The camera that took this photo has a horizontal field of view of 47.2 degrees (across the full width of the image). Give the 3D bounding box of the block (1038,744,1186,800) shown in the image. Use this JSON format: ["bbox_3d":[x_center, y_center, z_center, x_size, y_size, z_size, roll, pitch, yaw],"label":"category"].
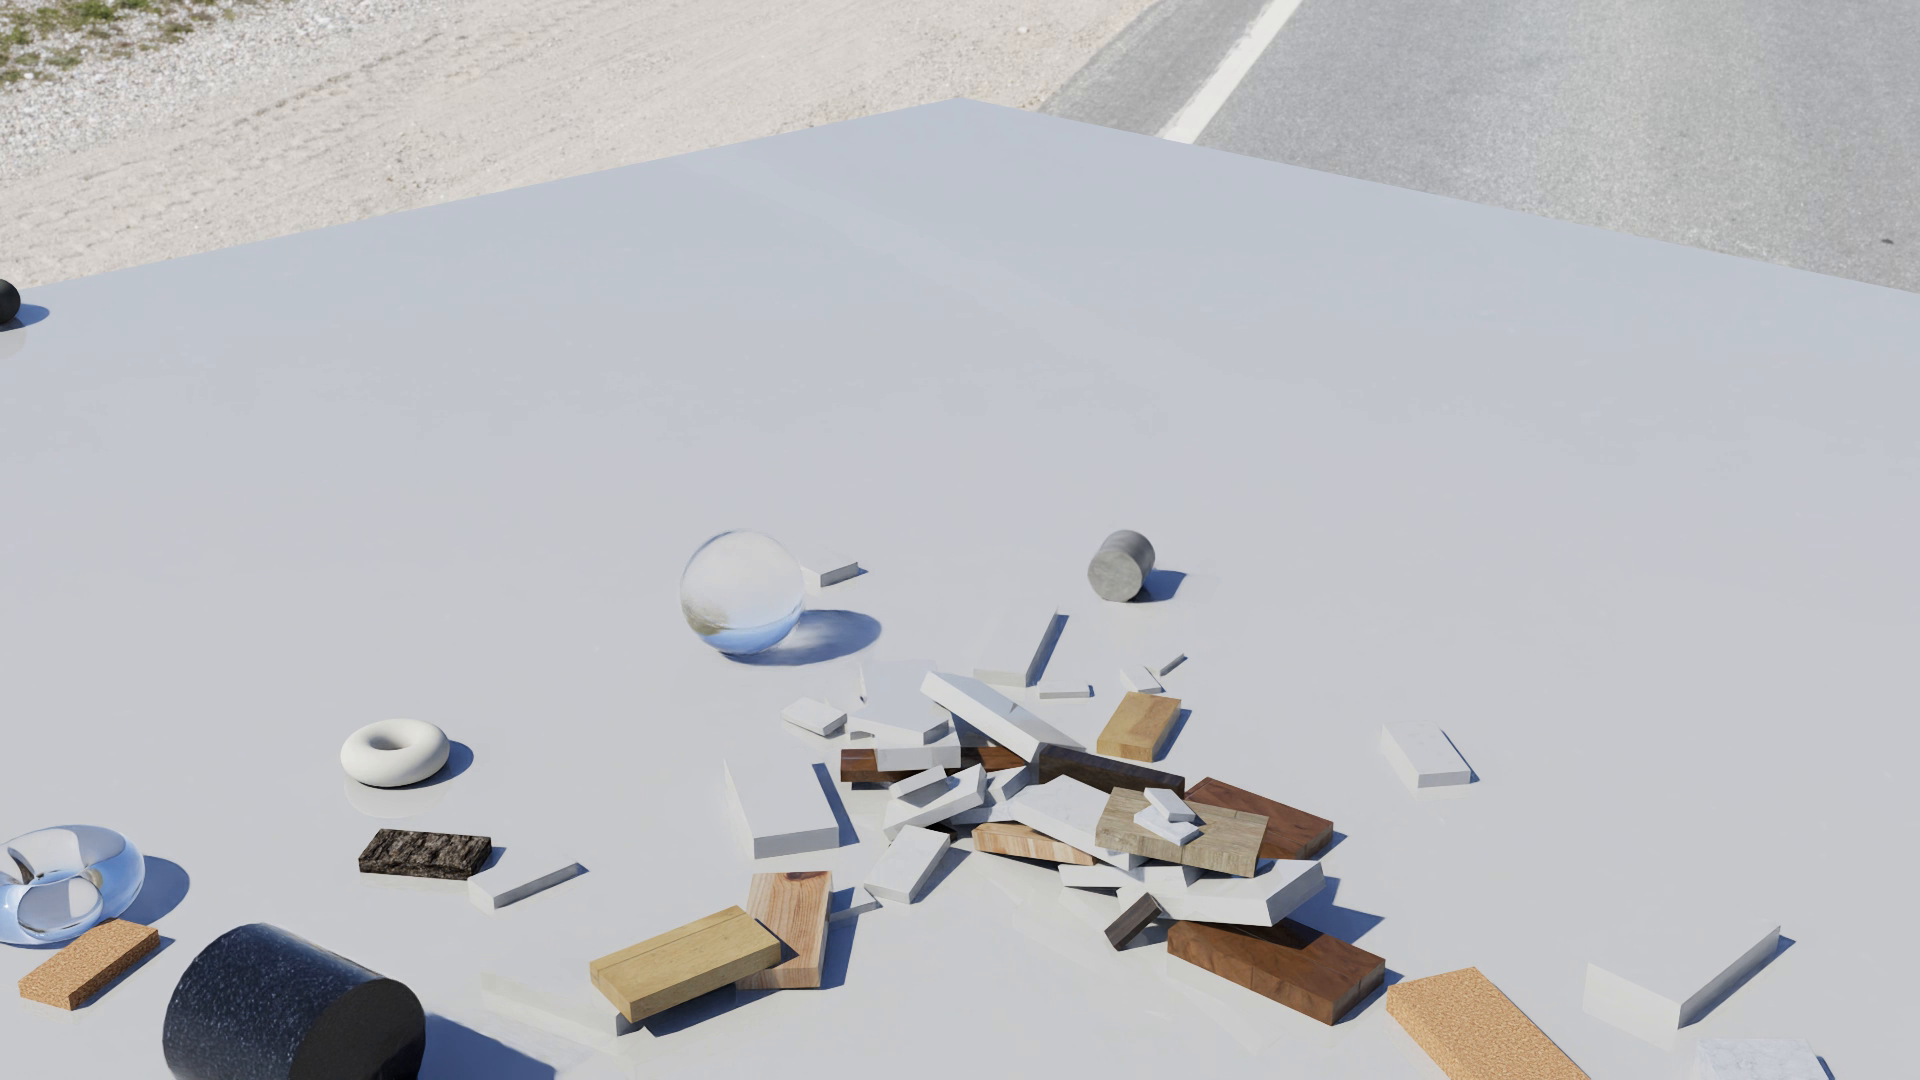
[{"bbox_3d":[0.299,0.511,4.366,0.295,0.148,0.042,11,26,25],"label":"block"}]

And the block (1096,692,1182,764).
[{"bbox_3d":[0.389,0.403,4.766,0.121,0.034,0.242,8,24,18],"label":"block"}]

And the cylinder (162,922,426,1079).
[{"bbox_3d":[-1.063,0.795,3.520,0.287,0.287,0.287,15,27,31],"label":"cylinder"}]

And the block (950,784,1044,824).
[{"bbox_3d":[0.085,0.525,4.371,0.211,0.030,0.105,-12,10,47],"label":"block"}]

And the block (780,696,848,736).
[{"bbox_3d":[-0.319,0.384,4.802,0.141,0.020,0.071,17,37,43],"label":"block"}]

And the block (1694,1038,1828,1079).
[{"bbox_3d":[1.320,0.925,3.515,0.179,0.051,0.358,0,23,0],"label":"block"}]

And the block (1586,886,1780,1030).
[{"bbox_3d":[1.298,0.744,3.942,0.358,0.051,0.179,-21,31,-40],"label":"block"}]

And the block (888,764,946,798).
[{"bbox_3d":[-0.086,0.485,4.411,0.095,0.027,0.190,-21,-6,-10],"label":"block"}]

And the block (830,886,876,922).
[{"bbox_3d":[-0.230,0.686,4.122,0.129,0.018,0.064,-12,26,-26],"label":"block"}]

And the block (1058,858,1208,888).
[{"bbox_3d":[0.343,0.607,4.158,0.286,0.041,0.143,-7,14,40],"label":"block"}]

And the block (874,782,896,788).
[{"bbox_3d":[-0.115,0.500,4.558,0.129,0.018,0.064,18,29,36],"label":"block"}]

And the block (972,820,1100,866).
[{"bbox_3d":[0.180,0.570,4.281,0.286,0.041,0.143,1,19,39],"label":"block"}]

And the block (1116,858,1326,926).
[{"bbox_3d":[0.477,0.640,4.038,0.347,0.049,0.174,-5,14,45],"label":"block"}]

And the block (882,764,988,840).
[{"bbox_3d":[-0.049,0.521,4.368,0.211,0.030,0.105,-24,21,16],"label":"block"}]

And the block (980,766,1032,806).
[{"bbox_3d":[0.030,0.504,4.424,0.211,0.030,0.105,-15,11,36],"label":"block"}]

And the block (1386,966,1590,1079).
[{"bbox_3d":[0.884,0.848,3.700,0.174,0.049,0.347,-8,24,-19],"label":"block"}]

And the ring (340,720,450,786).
[{"bbox_3d":[-1.186,0.445,4.619,0.224,0.075,0.224,0,22,0],"label":"ring"}]

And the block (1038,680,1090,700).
[{"bbox_3d":[0.232,0.336,4.948,0.112,0.016,0.056,-1,23,-3],"label":"block"}]

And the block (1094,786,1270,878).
[{"bbox_3d":[0.411,0.539,4.065,0.295,0.042,0.148,10,26,14],"label":"block"}]

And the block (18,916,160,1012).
[{"bbox_3d":[-1.557,0.756,3.938,0.113,0.032,0.226,9,25,20],"label":"block"}]

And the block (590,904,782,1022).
[{"bbox_3d":[-0.480,0.739,3.850,0.297,0.042,0.148,-17,28,-32],"label":"block"}]

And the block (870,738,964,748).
[{"bbox_3d":[-0.090,0.443,4.684,0.185,0.026,0.093,17,29,35],"label":"block"}]

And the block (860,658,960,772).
[{"bbox_3d":[-0.113,0.371,4.739,0.169,0.048,0.545,-2,16,-6],"label":"block"}]

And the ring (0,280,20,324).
[{"bbox_3d":[-3.401,-0.802,7.497,0.370,0.123,0.370,0,24,0],"label":"ring"}]

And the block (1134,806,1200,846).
[{"bbox_3d":[0.378,0.522,4.030,0.109,0.015,0.054,25,33,38],"label":"block"}]

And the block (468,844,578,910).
[{"bbox_3d":[-0.837,0.643,4.211,0.185,0.026,0.093,-20,30,-38],"label":"block"}]

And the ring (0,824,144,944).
[{"bbox_3d":[-1.694,0.641,4.114,0.322,0.107,0.322,-1,24,0],"label":"ring"}]

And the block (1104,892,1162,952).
[{"bbox_3d":[0.316,0.696,4.014,0.109,0.015,0.054,-43,27,4],"label":"block"}]

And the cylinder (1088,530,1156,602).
[{"bbox_3d":[0.400,0.063,5.437,0.137,0.137,0.137,7,24,17],"label":"cylinder"}]

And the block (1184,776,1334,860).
[{"bbox_3d":[0.576,0.563,4.381,0.295,0.042,0.148,17,29,35],"label":"block"}]

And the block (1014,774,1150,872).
[{"bbox_3d":[0.256,0.535,4.178,0.286,0.041,0.143,20,30,40],"label":"block"}]

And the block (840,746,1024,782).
[{"bbox_3d":[-0.058,0.465,4.564,0.378,0.026,0.093,-1,23,-1],"label":"block"}]

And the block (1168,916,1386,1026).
[{"bbox_3d":[0.564,0.745,3.941,0.347,0.049,0.174,19,29,37],"label":"block"}]

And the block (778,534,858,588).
[{"bbox_3d":[-0.384,0.052,5.595,0.121,0.034,0.242,-20,30,-38],"label":"block"}]

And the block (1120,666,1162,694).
[{"bbox_3d":[0.409,0.319,4.987,0.056,0.016,0.112,-7,24,-15],"label":"block"}]

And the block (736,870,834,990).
[{"bbox_3d":[-0.318,0.708,4.007,0.149,0.042,0.297,-3,26,3],"label":"block"}]

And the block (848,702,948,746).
[{"bbox_3d":[-0.129,0.381,4.567,0.190,0.027,0.095,10,19,32],"label":"block"}]

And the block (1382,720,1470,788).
[{"bbox_3d":[0.985,0.452,4.655,0.113,0.032,0.226,-3,23,-8],"label":"block"}]

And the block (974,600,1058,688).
[{"bbox_3d":[0.134,0.240,5.151,0.121,0.034,0.384,5,24,12],"label":"block"}]

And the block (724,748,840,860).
[{"bbox_3d":[-0.364,0.529,4.452,0.169,0.048,0.338,-6,24,-14],"label":"block"}]

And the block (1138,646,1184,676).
[{"bbox_3d":[0.465,0.281,5.079,0.056,0.016,0.112,15,27,31],"label":"block"}]

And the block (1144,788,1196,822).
[{"bbox_3d":[0.388,0.490,4.070,0.054,0.015,0.109,7,16,-22],"label":"block"}]

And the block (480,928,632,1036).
[{"bbox_3d":[-0.681,0.777,3.876,0.297,0.042,0.149,12,26,26],"label":"block"}]

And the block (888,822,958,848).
[{"bbox_3d":[-0.073,0.595,4.335,0.064,0.018,0.129,19,30,38],"label":"block"}]

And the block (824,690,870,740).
[{"bbox_3d":[-0.237,0.384,4.830,0.071,0.020,0.188,-8,24,-19],"label":"block"}]

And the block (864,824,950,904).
[{"bbox_3d":[-0.101,0.622,4.227,0.095,0.027,0.190,10,33,22],"label":"block"}]

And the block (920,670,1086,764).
[{"bbox_3d":[0.090,0.380,4.663,0.338,0.048,0.169,30,10,38],"label":"block"}]

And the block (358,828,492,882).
[{"bbox_3d":[-1.039,0.612,4.278,0.226,0.032,0.113,3,23,8],"label":"block"}]

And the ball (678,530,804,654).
[{"bbox_3d":[-0.506,0.121,5.104,0.290,0.290,0.290,0,23,0],"label":"ball"}]

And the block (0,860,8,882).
[{"bbox_3d":[-1.897,0.627,4.257,0.071,0.020,0.141,-14,27,-29],"label":"block"}]
